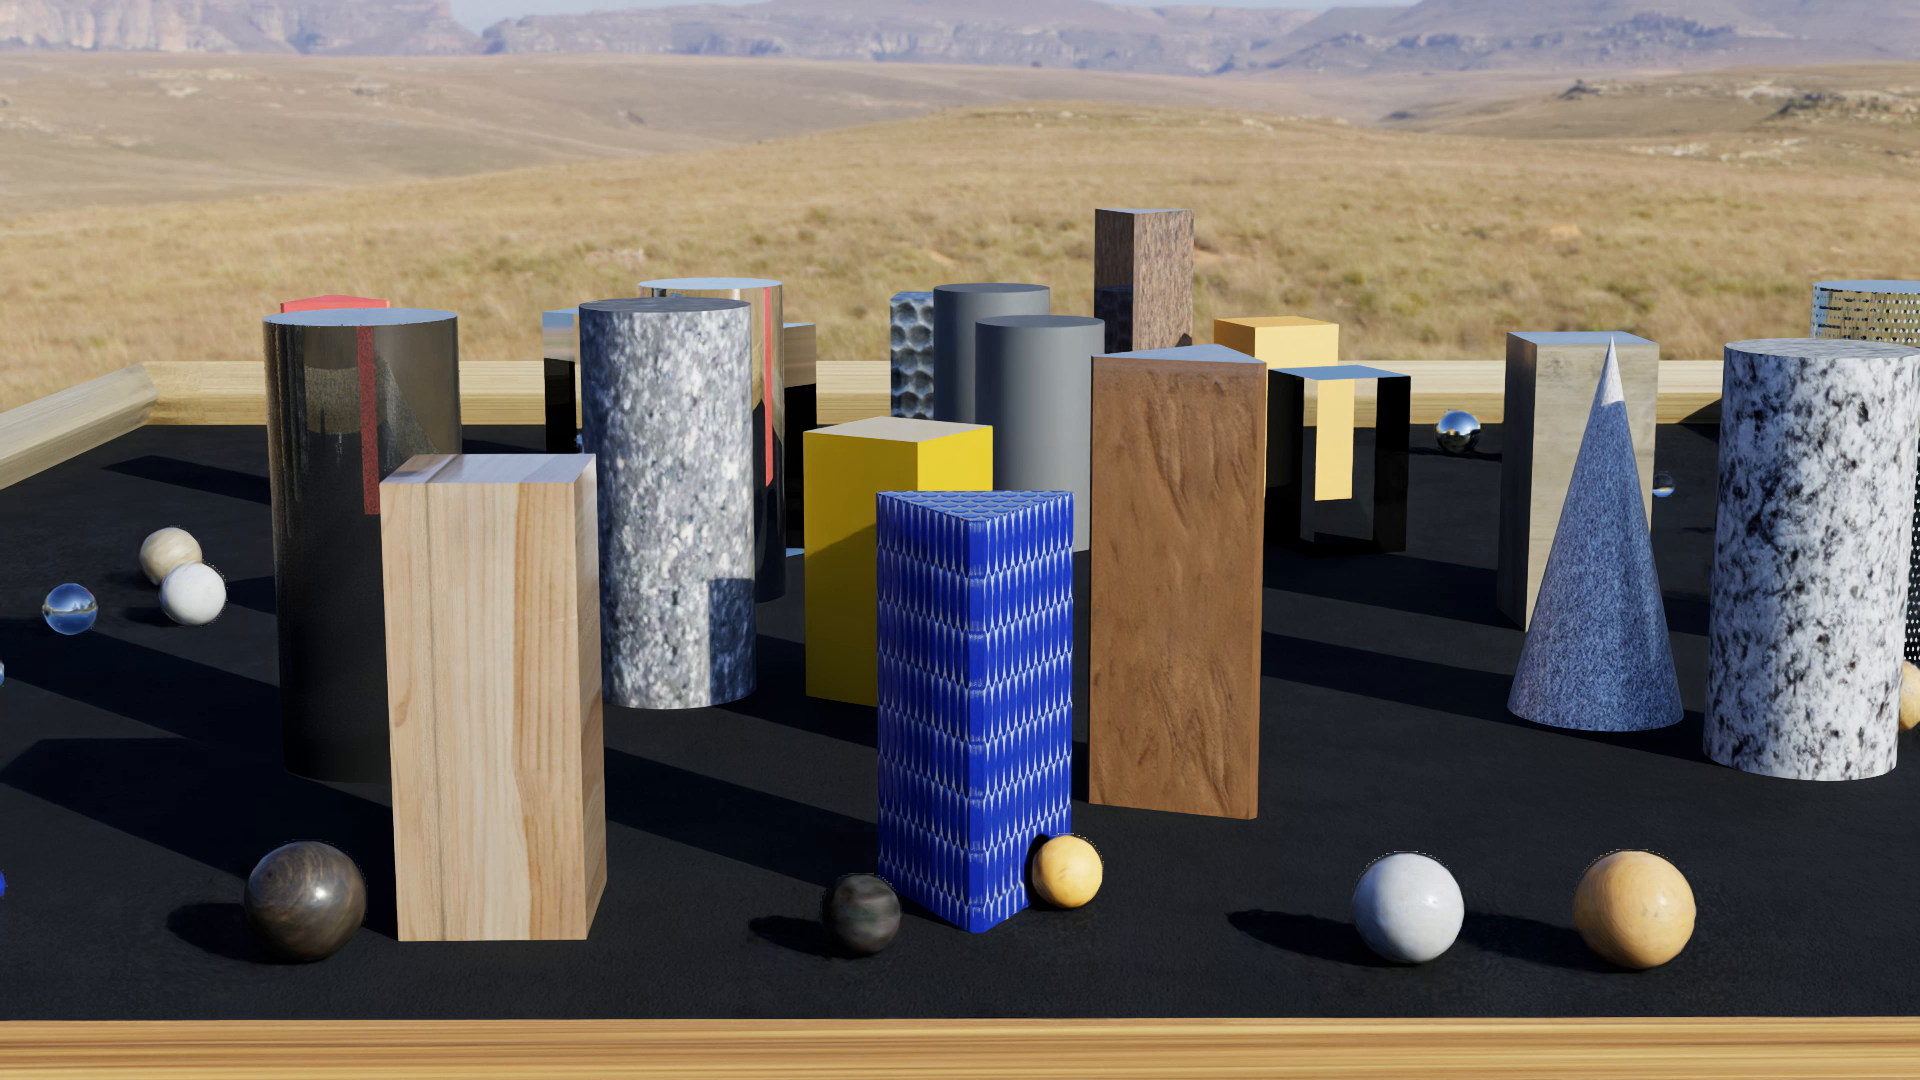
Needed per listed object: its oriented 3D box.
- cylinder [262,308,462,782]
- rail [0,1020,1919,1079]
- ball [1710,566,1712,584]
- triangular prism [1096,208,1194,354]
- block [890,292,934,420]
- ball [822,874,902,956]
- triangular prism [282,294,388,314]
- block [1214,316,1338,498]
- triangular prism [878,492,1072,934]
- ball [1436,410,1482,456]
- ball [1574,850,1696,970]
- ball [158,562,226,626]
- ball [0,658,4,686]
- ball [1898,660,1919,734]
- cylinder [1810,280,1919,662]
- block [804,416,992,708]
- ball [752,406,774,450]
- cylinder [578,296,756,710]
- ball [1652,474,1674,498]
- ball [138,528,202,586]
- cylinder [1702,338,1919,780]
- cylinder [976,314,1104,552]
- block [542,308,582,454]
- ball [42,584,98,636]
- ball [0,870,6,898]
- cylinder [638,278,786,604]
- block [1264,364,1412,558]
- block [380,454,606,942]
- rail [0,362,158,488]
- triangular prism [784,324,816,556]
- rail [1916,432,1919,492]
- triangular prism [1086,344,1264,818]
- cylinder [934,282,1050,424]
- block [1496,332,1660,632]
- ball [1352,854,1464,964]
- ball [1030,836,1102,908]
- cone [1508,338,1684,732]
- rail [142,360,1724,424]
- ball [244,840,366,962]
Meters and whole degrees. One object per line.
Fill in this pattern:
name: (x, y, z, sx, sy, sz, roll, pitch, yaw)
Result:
cylinder: (-0.619, 0.000, 2.691, 0.197, 0.470, 0.197, 0, 10, 0)
rail: (0.010, 0.364, 1.661, 3.325, 0.128, 0.045, 0, 10, 0)
ball: (1.062, 0.048, 3.469, 0.094, 0.094, 0.094, 0, 10, 0)
triangular prism: (0.297, -0.341, 4.514, 0.148, 0.477, 0.171, 8, 13, 38)
block: (-0.039, -0.295, 4.721, 0.158, 0.311, 0.158, 1, 11, 6)
ball: (-0.082, 0.311, 2.124, 0.067, 0.067, 0.067, 0, 10, 0)
triangular prism: (-1.046, -0.236, 4.316, 0.171, 0.342, 0.148, -3, 11, -15)
block: (0.543, -0.233, 4.443, 0.158, 0.291, 0.158, -4, 11, -20)
triangular prism: (0.035, 0.139, 2.256, 0.148, 0.356, 0.171, -6, 12, -30)
ball: (0.940, -0.202, 4.840, 0.085, 0.085, 0.085, 0, 10, 0)
ball: (0.550, 0.302, 2.091, 0.096, 0.096, 0.096, 0, 10, 0)
ball: (-1.007, 0.071, 3.367, 0.085, 0.085, 0.085, 0, 10, 0)
ball: (-1.140, 0.153, 2.954, 0.074, 0.074, 0.074, 0, 10, 0)
ball: (1.016, 0.170, 2.811, 0.088, 0.088, 0.088, 0, 10, 0)
cylinder: (1.160, -0.090, 3.221, 0.197, 0.456, 0.197, 0, 10, 0)
block: (-0.071, 0.025, 2.996, 0.158, 0.312, 0.158, 7, 12, 32)
ball: (-0.398, -0.213, 4.895, 0.088, 0.088, 0.088, 0, 10, 0)
cylinder: (-0.340, -0.048, 2.994, 0.197, 0.454, 0.197, 0, 10, 0)
ball: (1.196, -0.093, 4.371, 0.041, 0.041, 0.041, 0, 10, 0)
ball: (-1.111, 0.025, 3.612, 0.086, 0.086, 0.086, 0, 10, 0)
cylinder: (0.896, 0.016, 2.702, 0.197, 0.437, 0.197, 0, 10, 0)
cylinder: (0.122, -0.165, 3.938, 0.197, 0.342, 0.197, 0, 10, 0)
block: (-0.632, -0.264, 4.598, 0.158, 0.296, 0.158, 6, 12, 29)
ball: (-1.150, 0.089, 3.317, 0.067, 0.067, 0.067, 0, 10, 0)
ball: (-0.855, 0.302, 2.238, 0.043, 0.043, 0.043, 0, 10, 0)
cylinder: (-0.341, -0.139, 3.549, 0.197, 0.432, 0.197, 0, 10, 0)
block: (0.574, -0.122, 3.911, 0.158, 0.267, 0.158, -4, 11, -21)
block: (-0.396, 0.131, 2.205, 0.158, 0.390, 0.158, 0, 10, -1)
rail: (-1.639, 0.035, 3.440, 0.045, 0.128, 3.684, 0, 10, 0)
triangular prism: (-0.328, -0.151, 3.856, 0.148, 0.344, 0.171, 8, 13, 38)
rail: (1.639, 0.031, 3.458, 0.045, 0.128, 3.684, 0, 10, 0)
triangular prism: (0.233, 0.035, 2.567, 0.171, 0.448, 0.148, 4, 11, 20)
cylinder: (0.054, -0.251, 4.363, 0.197, 0.356, 0.197, 0, 10, 0)
block: (0.812, -0.080, 3.386, 0.158, 0.375, 0.158, 0, 11, -2)
ball: (0.367, 0.302, 2.104, 0.090, 0.090, 0.090, 0, 10, 0)
ball: (0.093, 0.290, 2.239, 0.063, 0.063, 0.063, 0, 10, 0)
cone: (0.727, -0.018, 2.898, 0.197, 0.430, 0.197, 0, 10, 0)
rail: (-0.010, -0.298, 5.237, 3.325, 0.128, 0.045, 0, 10, 0)
ball: (-0.538, 0.297, 2.110, 0.099, 0.099, 0.099, 0, 10, 0)
